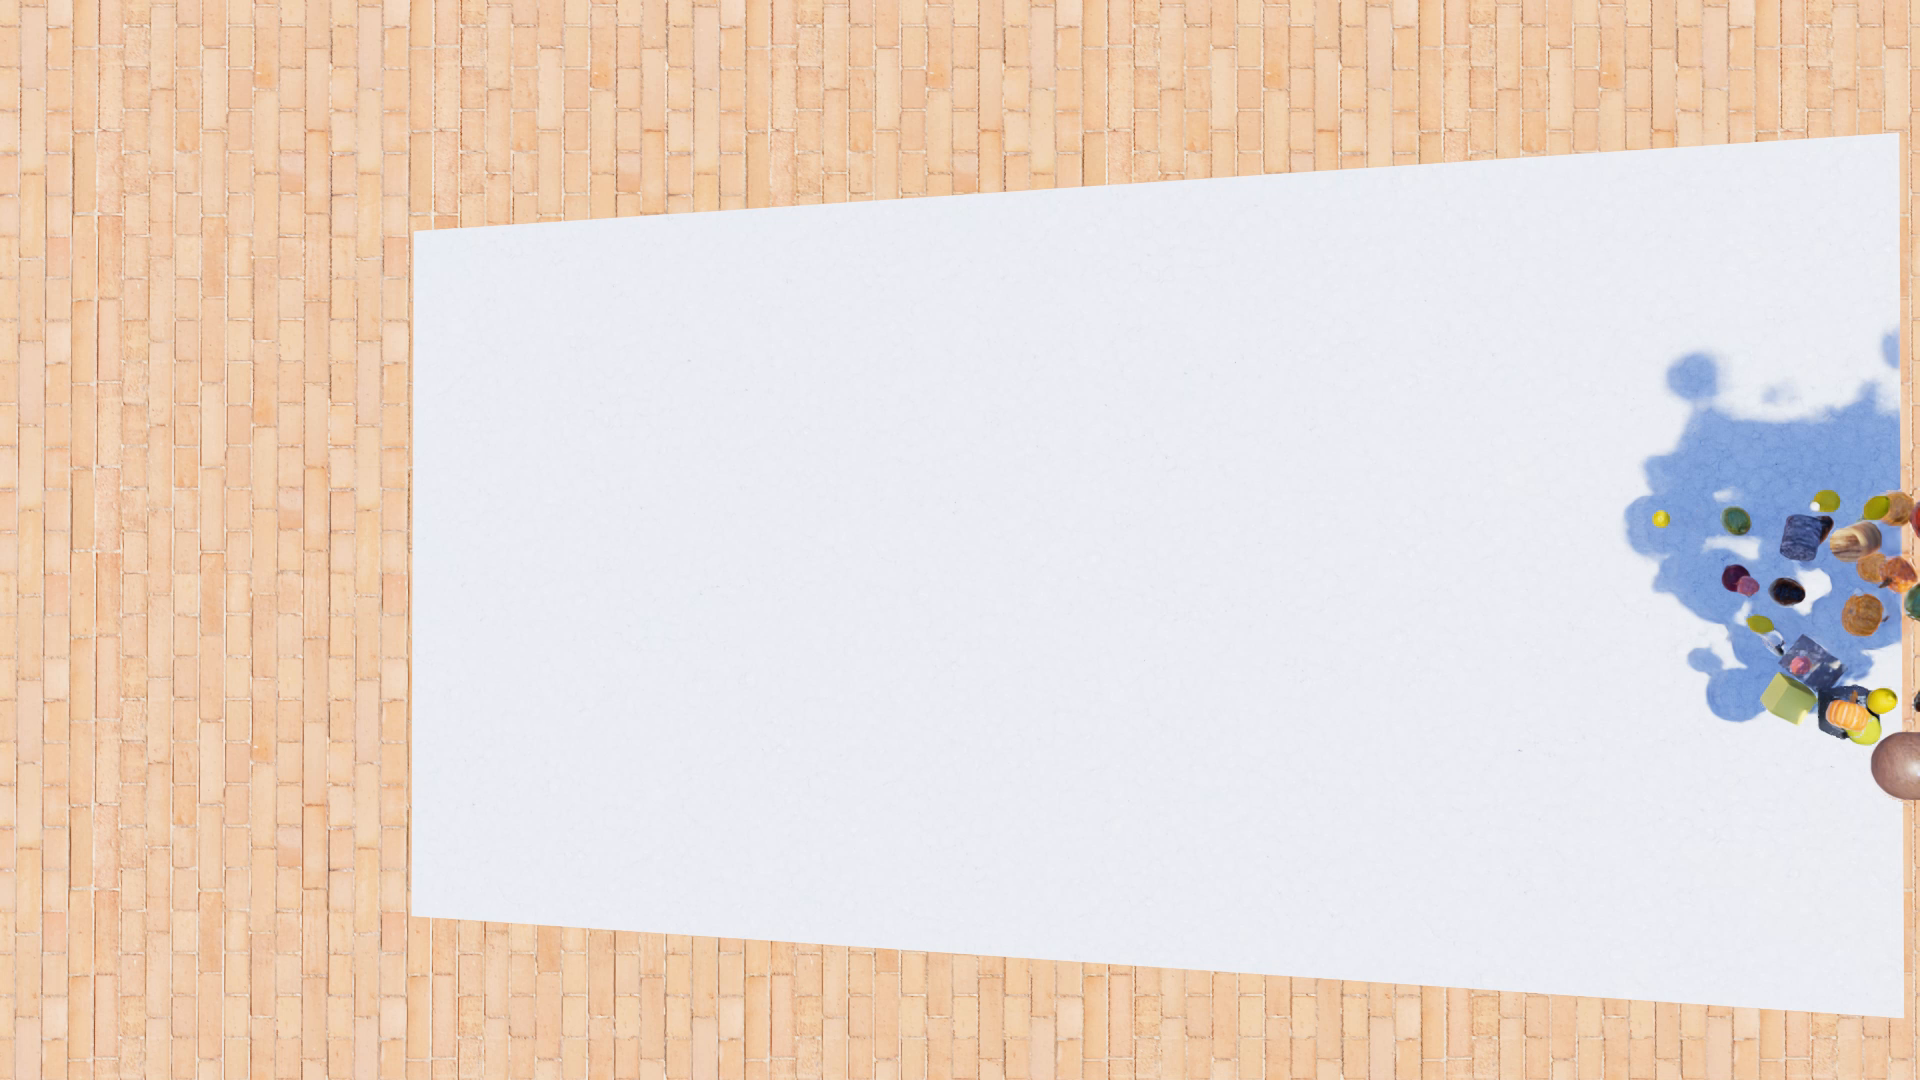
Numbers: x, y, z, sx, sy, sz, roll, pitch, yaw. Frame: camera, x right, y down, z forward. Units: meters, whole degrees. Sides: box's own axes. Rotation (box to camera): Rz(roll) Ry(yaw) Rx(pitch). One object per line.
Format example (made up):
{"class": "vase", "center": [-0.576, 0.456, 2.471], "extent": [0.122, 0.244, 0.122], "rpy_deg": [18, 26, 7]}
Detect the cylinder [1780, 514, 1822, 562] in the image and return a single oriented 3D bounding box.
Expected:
{"class": "cylinder", "center": [1.669, -0.004, 4.362], "extent": [0.069, 0.069, 0.069], "rpy_deg": [20, 70, 0]}

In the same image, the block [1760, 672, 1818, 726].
{"class": "block", "center": [1.835, 0.352, 4.870], "extent": [0.075, 0.075, 0.075], "rpy_deg": [25, 109, -7]}

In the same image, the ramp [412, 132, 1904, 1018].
{"class": "ramp", "center": [0.282, 0.087, 5.742], "extent": [4.000, 0.100, 2.000], "rpy_deg": [0, 89, 21]}

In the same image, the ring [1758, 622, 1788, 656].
{"class": "ring", "center": [1.788, 0.219, 4.838], "extent": [0.029, 0.087, 0.087], "rpy_deg": [-39, 89, 15]}

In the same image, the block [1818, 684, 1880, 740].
{"class": "block", "center": [1.913, 0.370, 4.733], "extent": [0.090, 0.090, 0.090], "rpy_deg": [-6, 100, -7]}

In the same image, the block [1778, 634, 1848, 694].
{"class": "block", "center": [1.863, 0.274, 4.803], "extent": [0.084, 0.084, 0.084], "rpy_deg": [30, 103, -35]}

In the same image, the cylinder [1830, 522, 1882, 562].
{"class": "cylinder", "center": [1.593, 0.003, 3.910], "extent": [0.063, 0.063, 0.063], "rpy_deg": [-12, 89, -35]}
